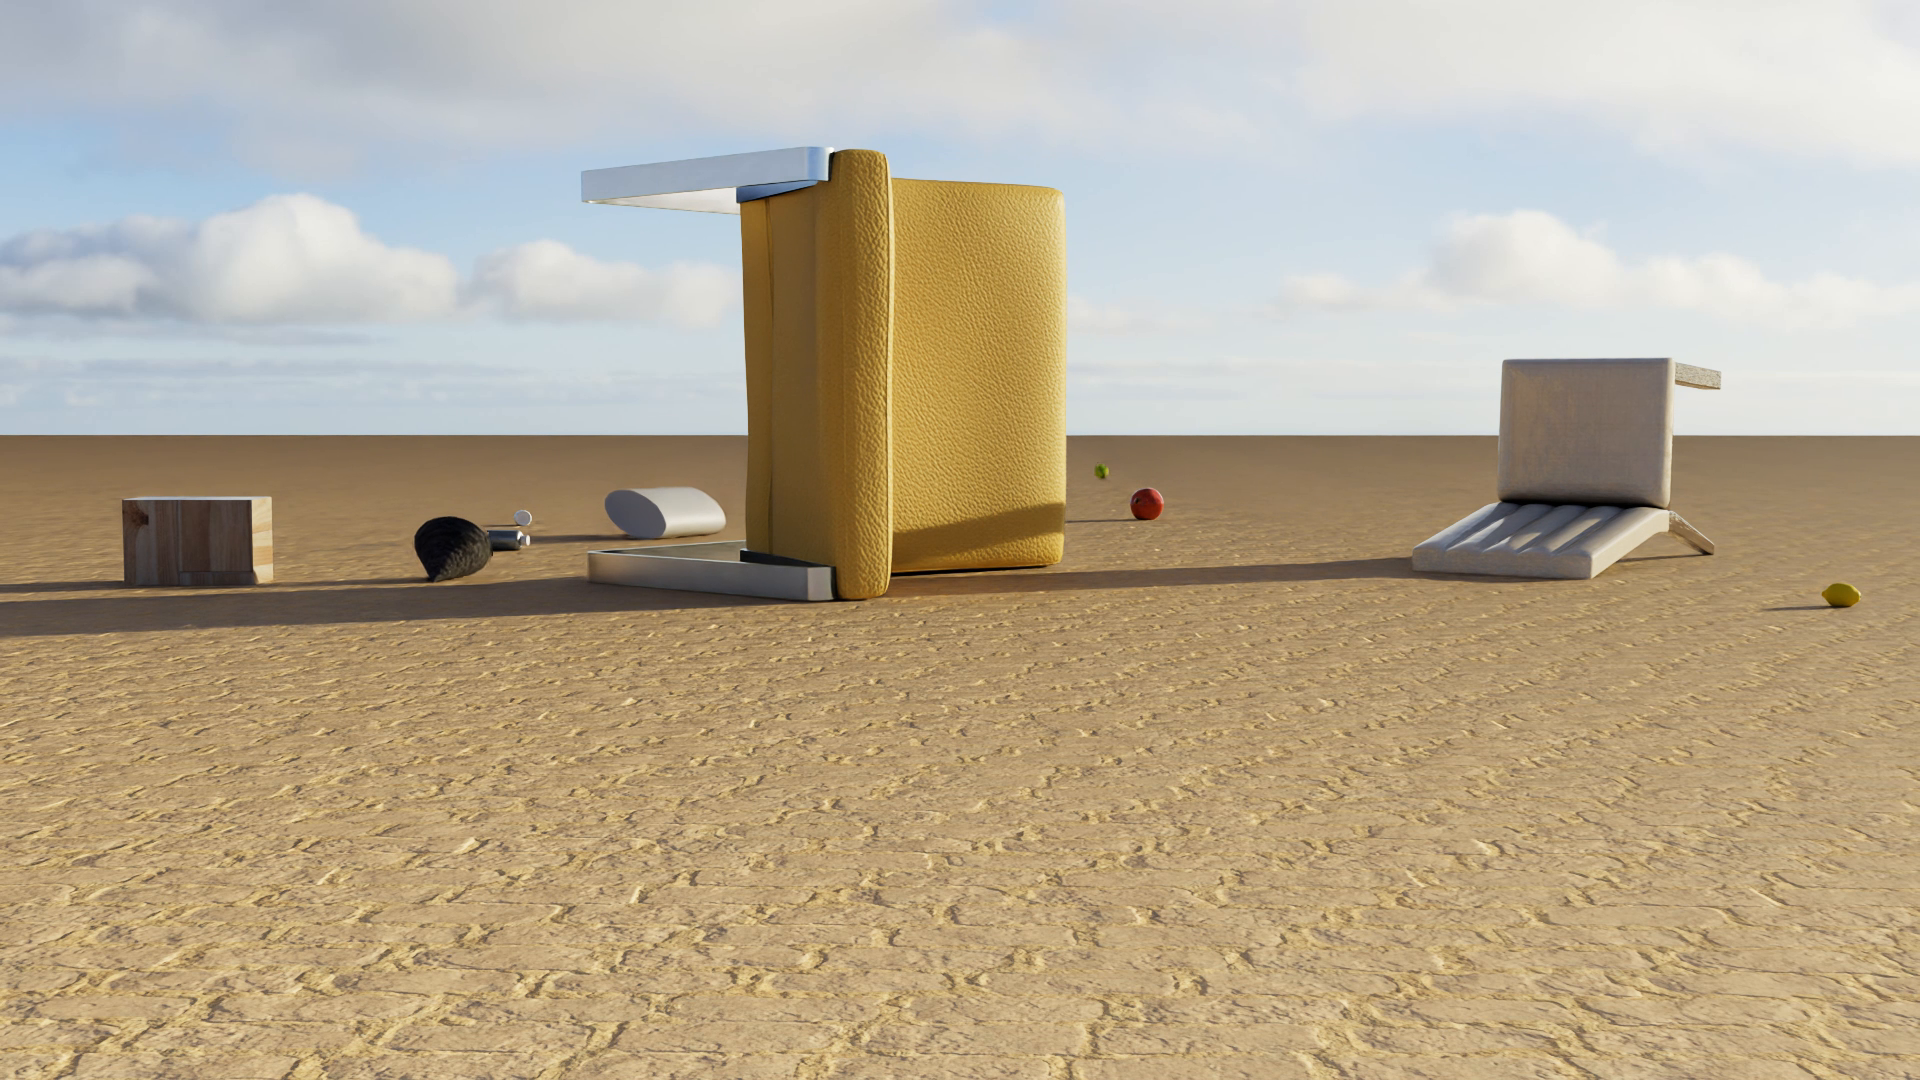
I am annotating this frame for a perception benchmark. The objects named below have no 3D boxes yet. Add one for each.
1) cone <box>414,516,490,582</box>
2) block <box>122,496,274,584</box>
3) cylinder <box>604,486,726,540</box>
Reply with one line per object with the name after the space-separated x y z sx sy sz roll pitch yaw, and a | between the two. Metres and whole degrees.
-1.214 0.058 5.159 0.190 0.170 0.149 -17 30 18 | cone
-1.770 0.000 5.112 0.298 0.195 0.141 0 4 0 | block
-0.896 -0.084 6.695 0.250 0.131 0.279 24 16 29 | cylinder
